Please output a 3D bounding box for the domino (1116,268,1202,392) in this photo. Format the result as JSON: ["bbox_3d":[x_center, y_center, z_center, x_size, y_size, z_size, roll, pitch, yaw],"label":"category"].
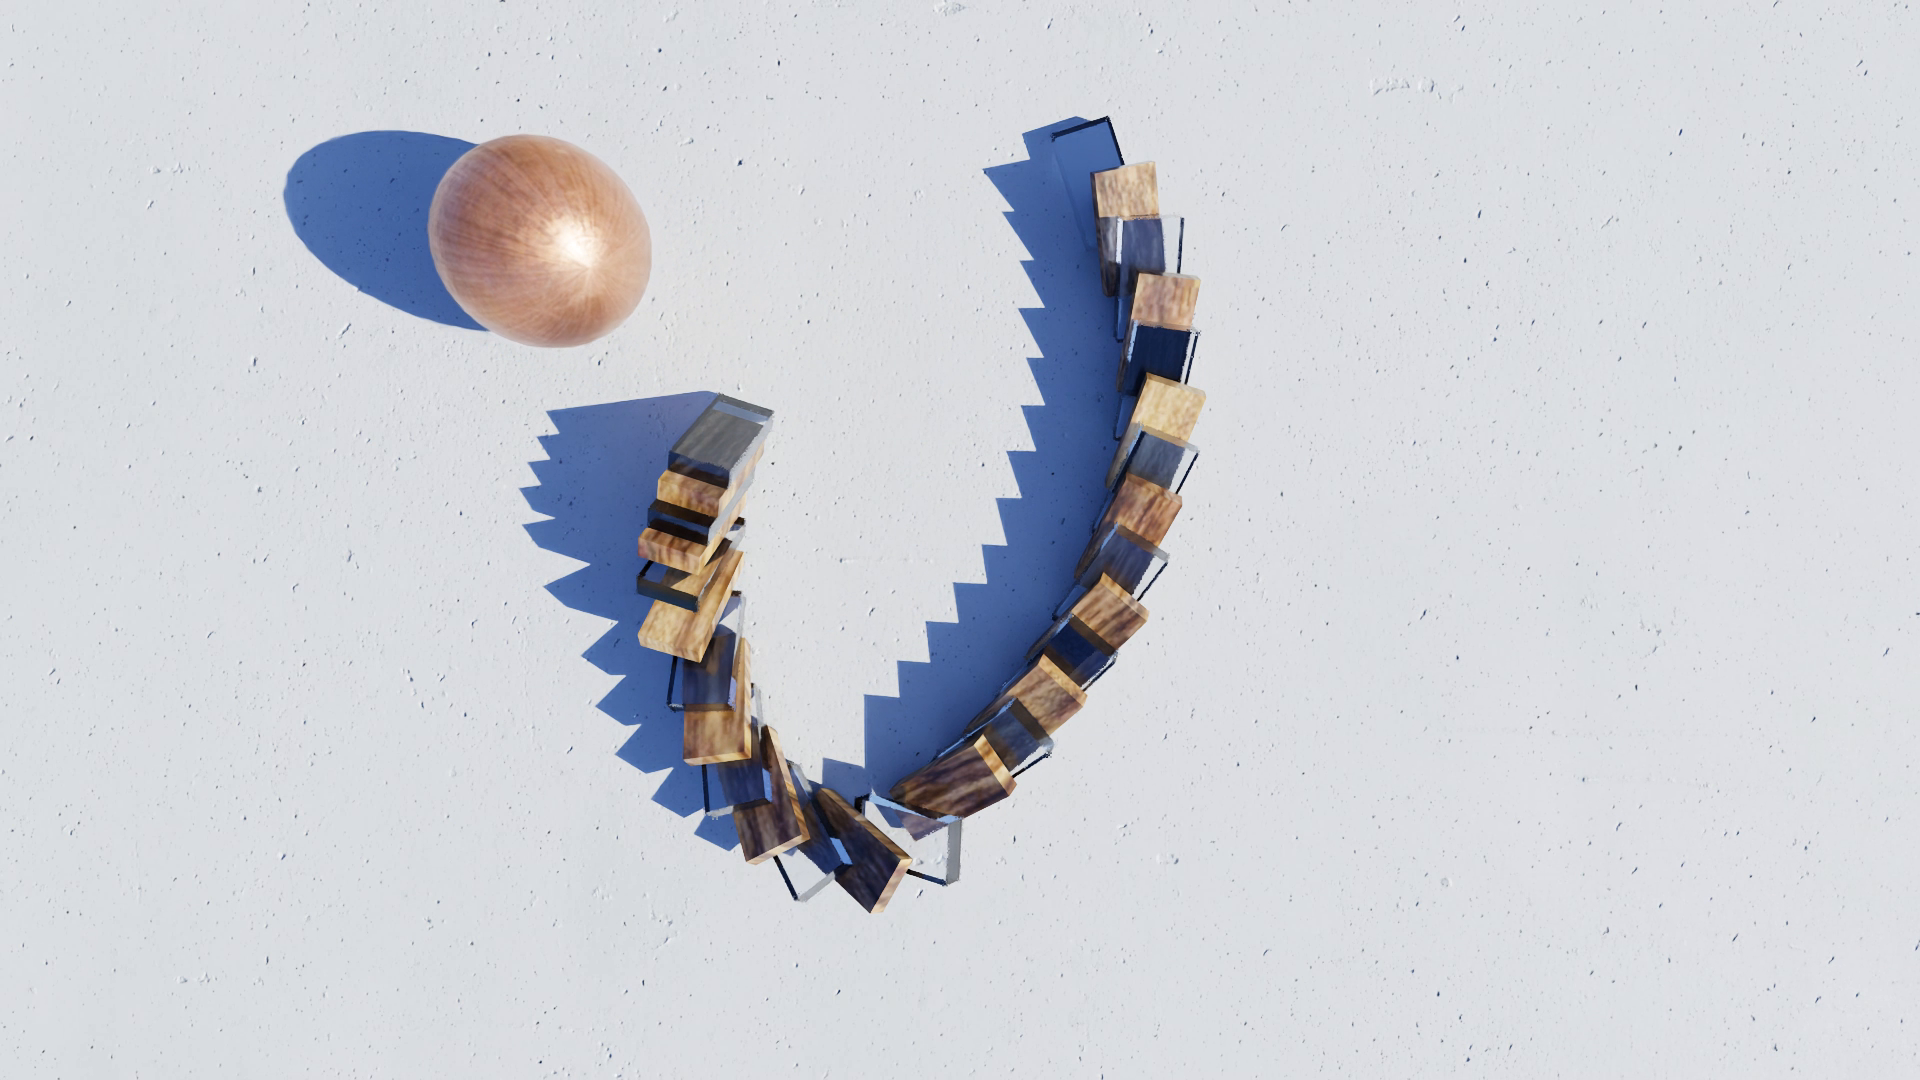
[{"bbox_3d":[0.082,-0.086,0.384,0.025,0.009,0.050,7,117,0],"label":"domino"}]

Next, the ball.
[{"bbox_3d":[-0.163,-0.116,0.360,0.080,0.080,0.080,0,90,0],"label":"ball"}]

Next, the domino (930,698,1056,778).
[{"bbox_3d":[0.013,0.090,0.384,0.050,0.009,0.025,-41,90,28],"label":"domino"}]

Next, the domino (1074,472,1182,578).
[{"bbox_3d":[0.070,-0.001,0.384,0.025,0.010,0.050,24,117,0],"label":"domino"}]

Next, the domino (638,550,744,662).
[{"bbox_3d":[-0.111,0.024,0.382,0.025,0.010,0.050,16,55,0],"label":"domino"}]

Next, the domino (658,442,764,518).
[{"bbox_3d":[-0.101,-0.030,0.377,0.025,0.050,0.009,18,127,0],"label":"domino"}]

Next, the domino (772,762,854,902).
[{"bbox_3d":[-0.068,0.122,0.383,0.025,0.009,0.050,-38,59,0],"label":"domino"}]

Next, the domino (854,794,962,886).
[{"bbox_3d":[-0.023,0.124,0.382,0.050,0.010,0.025,3,90,36],"label":"domino"}]

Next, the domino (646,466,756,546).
[{"bbox_3d":[-0.105,-0.019,0.377,0.025,0.050,0.010,18,127,0],"label":"domino"}]

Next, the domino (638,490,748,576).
[{"bbox_3d":[-0.109,-0.008,0.377,0.025,0.050,0.009,18,127,0],"label":"domino"}]

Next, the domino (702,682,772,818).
[{"bbox_3d":[-0.095,0.087,0.384,0.025,0.010,0.050,-14,61,0],"label":"domino"}]

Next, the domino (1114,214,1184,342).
[{"bbox_3d":[0.079,-0.109,0.384,0.025,0.010,0.050,-3,118,-1],"label":"domino"}]

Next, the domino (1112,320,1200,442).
[{"bbox_3d":[0.081,-0.065,0.384,0.025,0.009,0.050,7,117,0],"label":"domino"}]

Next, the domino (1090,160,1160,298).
[{"bbox_3d":[0.071,-0.130,0.385,0.025,0.009,0.050,-11,116,0],"label":"domino"}]

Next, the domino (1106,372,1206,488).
[{"bbox_3d":[0.081,-0.042,0.384,0.025,0.010,0.050,18,118,0],"label":"domino"}]

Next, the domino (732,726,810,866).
[{"bbox_3d":[-0.083,0.106,0.383,0.025,0.010,0.050,-26,60,0],"label":"domino"}]

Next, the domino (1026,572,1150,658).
[{"bbox_3d":[0.053,0.040,0.384,0.025,0.009,0.050,40,117,0],"label":"domino"}]

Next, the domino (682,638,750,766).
[{"bbox_3d":[-0.101,0.067,0.384,0.025,0.009,0.050,-7,61,0],"label":"domino"}]

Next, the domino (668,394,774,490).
[{"bbox_3d":[-0.097,-0.041,0.377,0.025,0.050,0.010,18,127,0],"label":"domino"}]

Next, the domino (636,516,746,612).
[{"bbox_3d":[-0.110,0.006,0.378,0.025,0.050,0.010,18,131,0],"label":"domino"}]

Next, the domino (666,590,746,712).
[{"bbox_3d":[-0.106,0.046,0.384,0.025,0.010,0.050,-1,61,0],"label":"domino"}]

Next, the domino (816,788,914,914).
[{"bbox_3d":[-0.046,0.129,0.382,0.050,0.009,0.025,30,91,33],"label":"domino"}]

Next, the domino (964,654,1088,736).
[{"bbox_3d":[0.027,0.073,0.384,0.025,0.009,0.050,43,117,0],"label":"domino"}]

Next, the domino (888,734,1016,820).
[{"bbox_3d":[-0.003,0.104,0.384,0.050,0.010,0.025,-35,90,28],"label":"domino"}]

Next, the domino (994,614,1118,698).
[{"bbox_3d":[0.040,0.057,0.384,0.025,0.010,0.050,40,117,0],"label":"domino"}]

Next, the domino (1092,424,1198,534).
[{"bbox_3d":[0.077,-0.021,0.384,0.025,0.010,0.050,22,117,0],"label":"domino"}]

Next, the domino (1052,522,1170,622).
[{"bbox_3d":[0.063,0.020,0.384,0.025,0.010,0.050,32,118,0],"label":"domino"}]

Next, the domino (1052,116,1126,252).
[{"bbox_3d":[0.059,-0.153,0.395,0.025,0.009,0.050,-18,90,0],"label":"domino"}]
